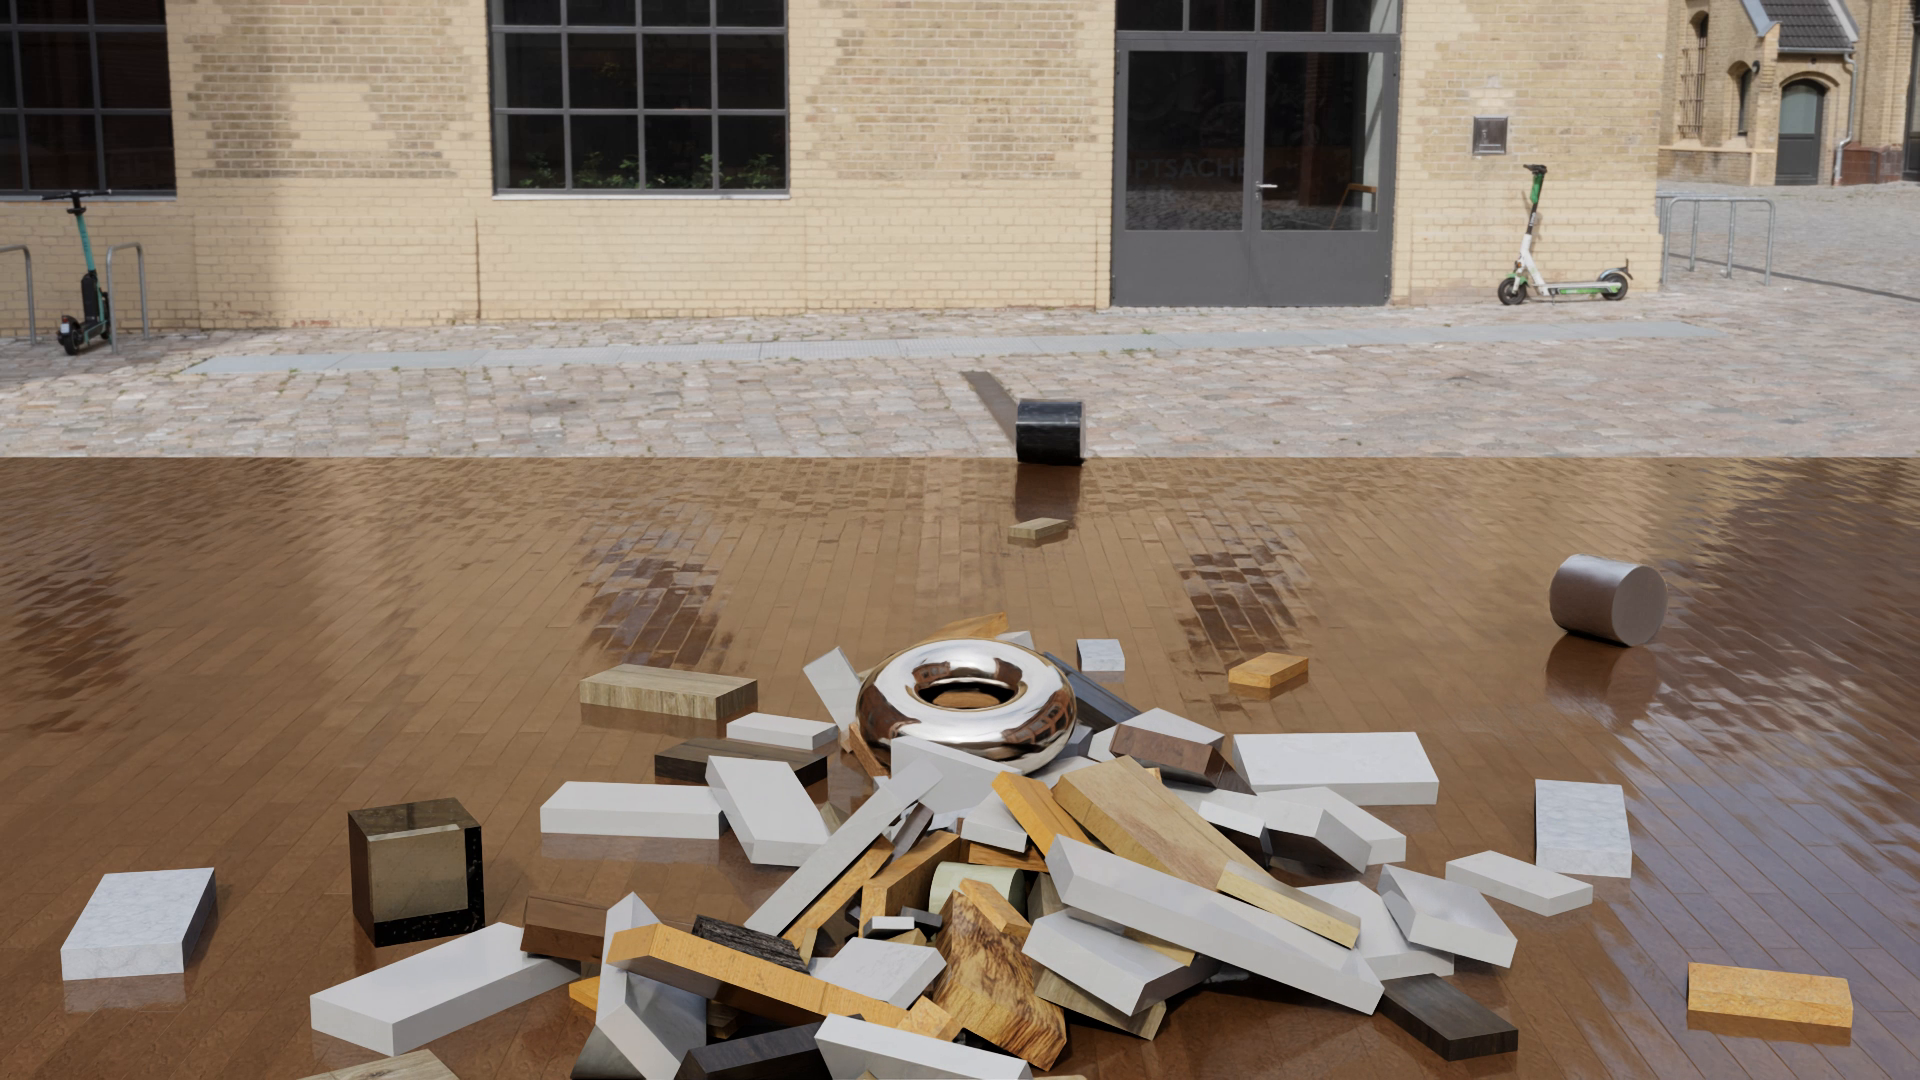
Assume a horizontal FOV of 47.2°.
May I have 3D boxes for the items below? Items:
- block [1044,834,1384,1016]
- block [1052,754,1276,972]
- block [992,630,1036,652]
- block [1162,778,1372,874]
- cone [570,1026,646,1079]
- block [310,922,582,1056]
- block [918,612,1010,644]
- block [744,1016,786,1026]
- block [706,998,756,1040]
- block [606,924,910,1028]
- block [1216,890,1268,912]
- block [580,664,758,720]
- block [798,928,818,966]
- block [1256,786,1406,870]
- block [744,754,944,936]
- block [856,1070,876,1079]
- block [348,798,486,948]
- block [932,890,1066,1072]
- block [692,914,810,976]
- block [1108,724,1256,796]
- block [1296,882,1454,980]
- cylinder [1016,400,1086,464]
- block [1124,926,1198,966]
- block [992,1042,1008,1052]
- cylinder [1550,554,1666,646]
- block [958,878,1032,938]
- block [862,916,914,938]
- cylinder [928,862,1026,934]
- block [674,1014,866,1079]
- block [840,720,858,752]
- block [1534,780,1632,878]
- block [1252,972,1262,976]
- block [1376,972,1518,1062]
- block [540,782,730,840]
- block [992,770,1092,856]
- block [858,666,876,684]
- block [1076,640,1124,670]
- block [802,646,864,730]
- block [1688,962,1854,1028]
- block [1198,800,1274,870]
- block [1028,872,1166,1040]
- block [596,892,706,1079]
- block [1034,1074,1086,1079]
[{"bbox_3d":[0.365,0.554,3.174,0.493,0.044,0.155,22,10,-12],"label":"block"},{"bbox_3d":[0.355,0.500,3.450,0.165,0.047,0.442,-10,39,-45],"label":"block"},{"bbox_3d":[-0.023,0.289,4.913,0.176,0.050,0.381,-9,9,44],"label":"block"},{"bbox_3d":[0.496,0.487,3.783,0.385,0.051,0.179,6,-22,42],"label":"block"},{"bbox_3d":[-0.432,0.693,2.950,0.133,0.133,0.133,27,13,2],"label":"cone"},{"bbox_3d":[-0.744,0.650,3.209,0.173,0.049,0.361,7,13,34],"label":"block"},{"bbox_3d":[-0.043,0.248,4.915,0.138,0.039,0.471,-12,7,25],"label":"block"},{"bbox_3d":[-0.298,0.677,3.154,0.116,0.016,0.058,0,11,2],"label":"block"},{"bbox_3d":[-0.360,0.670,3.109,0.135,0.019,0.068,1,22,38],"label":"block"},{"bbox_3d":[-0.251,0.595,2.897,0.408,0.042,0.148,25,-25,-23],"label":"block"},{"bbox_3d":[0.431,0.561,3.318,0.104,0.015,0.052,31,29,21],"label":"block"},{"bbox_3d":[-0.649,0.336,4.898,0.353,0.050,0.176,5,12,25],"label":"block"},{"bbox_3d":[-0.236,0.629,3.295,0.016,0.058,0.116,21,10,-2],"label":"block"},{"bbox_3d":[0.655,0.515,3.953,0.157,0.044,0.313,-3,11,-17],"label":"block"},{"bbox_3d":[-0.181,0.486,3.447,0.049,0.346,0.173,46,21,7],"label":"block"},{"bbox_3d":[-0.161,0.733,2.557,0.141,0.040,0.282,-42,5,10],"label":"block"},{"bbox_3d":[-0.871,0.529,3.522,0.173,0.173,0.173,-5,12,-26],"label":"block"},{"bbox_3d":[0.054,0.622,3.137,0.179,0.051,0.358,29,9,-5],"label":"block"},{"bbox_3d":[-0.299,0.610,3.159,0.149,0.042,0.297,19,-1,-13],"label":"block"},{"bbox_3d":[0.407,0.424,3.874,0.179,0.051,0.358,12,-18,29],"label":"block"},{"bbox_3d":[0.624,0.611,3.435,0.155,0.044,0.310,-3,11,-17],"label":"block"},{"bbox_3d":[0.350,-0.414,8.413,0.241,0.241,0.241,2,11,9],"label":"cylinder"},{"bbox_3d":[0.311,0.562,3.222,0.104,0.029,0.208,25,10,12],"label":"block"},{"bbox_3d":[0.041,0.668,3.096,0.068,0.019,0.135,36,8,-7],"label":"block"},{"bbox_3d":[1.620,0.148,5.502,0.200,0.200,0.200,-7,12,-32],"label":"cylinder"},{"bbox_3d":[0.054,0.551,3.298,0.060,0.017,0.121,22,12,-41],"label":"block"},{"bbox_3d":[-0.105,0.567,3.214,0.060,0.017,0.121,2,-17,-9],"label":"block"},{"bbox_3d":[0.028,0.570,3.439,0.124,0.124,0.124,3,11,15],"label":"cylinder"},{"bbox_3d":[-0.243,0.674,2.733,0.279,0.139,0.040,0,36,-46],"label":"block"},{"bbox_3d":[-0.170,0.366,4.532,0.174,0.025,0.087,-37,10,4],"label":"block"},{"bbox_3d":[1.116,0.514,3.955,0.157,0.044,0.408,3,11,14],"label":"block"},{"bbox_3d":[0.490,0.642,3.349,0.052,0.015,0.104,9,13,39],"label":"block"},{"bbox_3d":[0.683,0.676,3.123,0.110,0.031,0.220,-4,11,-19],"label":"block"},{"bbox_3d":[-0.587,0.496,4.046,0.329,0.047,0.165,1,11,7],"label":"block"},{"bbox_3d":[0.159,0.471,3.439,0.108,0.031,0.271,22,22,-47],"label":"block"},{"bbox_3d":[-0.142,0.302,5.053,0.203,0.029,0.101,-18,14,-42],"label":"block"},{"bbox_3d":[0.337,0.276,5.283,0.101,0.029,0.202,0,11,0],"label":"block"},{"bbox_3d":[-0.245,0.319,4.599,0.087,0.174,0.025,-30,6,11],"label":"block"},{"bbox_3d":[1.176,0.661,3.201,0.221,0.031,0.110,3,11,17],"label":"block"},{"bbox_3d":[0.465,0.499,3.712,0.108,0.031,0.217,16,-18,18],"label":"block"},{"bbox_3d":[0.197,0.609,3.254,0.179,0.051,0.384,22,10,-4],"label":"block"},{"bbox_3d":[-0.415,0.620,2.983,0.047,0.166,0.332,-37,16,5],"label":"block"},{"bbox_3d":[0.215,0.750,2.610,0.104,0.029,0.463,4,11,-29],"label":"block"}]
